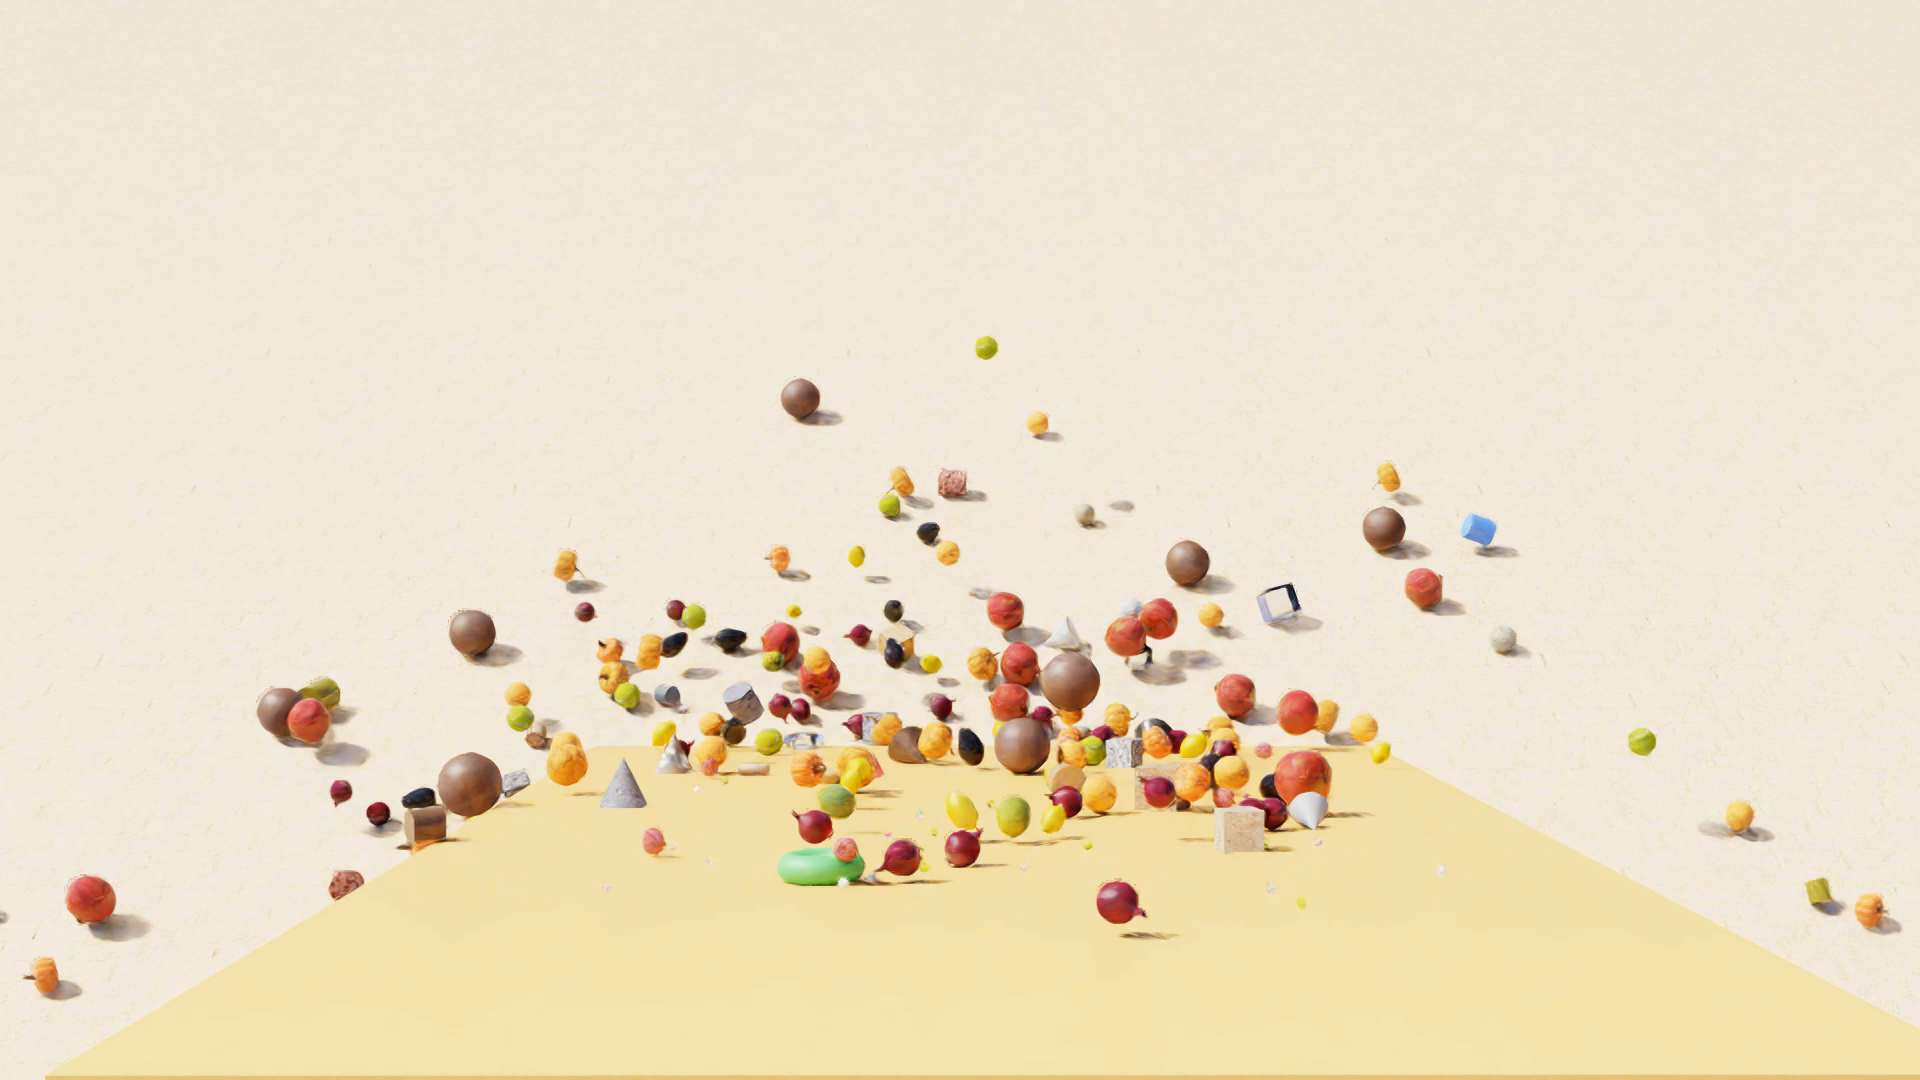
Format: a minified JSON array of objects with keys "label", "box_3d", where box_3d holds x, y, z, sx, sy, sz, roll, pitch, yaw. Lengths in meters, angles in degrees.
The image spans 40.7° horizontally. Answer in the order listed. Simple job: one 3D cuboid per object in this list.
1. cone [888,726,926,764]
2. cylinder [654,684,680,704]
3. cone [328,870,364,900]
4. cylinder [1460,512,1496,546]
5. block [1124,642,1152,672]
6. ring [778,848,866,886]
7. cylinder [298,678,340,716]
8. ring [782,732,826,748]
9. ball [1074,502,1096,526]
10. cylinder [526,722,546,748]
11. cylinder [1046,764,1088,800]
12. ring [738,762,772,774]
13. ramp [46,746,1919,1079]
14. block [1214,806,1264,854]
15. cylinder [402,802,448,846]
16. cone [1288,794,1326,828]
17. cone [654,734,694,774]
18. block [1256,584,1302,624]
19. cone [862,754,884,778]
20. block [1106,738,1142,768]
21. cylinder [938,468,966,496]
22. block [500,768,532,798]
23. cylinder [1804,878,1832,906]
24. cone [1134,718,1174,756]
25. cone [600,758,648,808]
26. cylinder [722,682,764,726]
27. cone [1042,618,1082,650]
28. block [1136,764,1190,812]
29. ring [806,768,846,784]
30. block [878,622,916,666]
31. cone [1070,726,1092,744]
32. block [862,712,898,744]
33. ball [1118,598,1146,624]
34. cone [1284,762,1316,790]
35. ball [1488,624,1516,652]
[{"label":"cone","box_3d":[-0.105,0.509,6.137,0.098,0.098,0.098,-18,36,-28]},{"label":"cylinder","box_3d":[-0.788,0.416,6.950,0.051,0.051,0.051,-27,20,-39]},{"label":"cone","box_3d":[-1.485,0.811,6.204,0.087,0.087,0.087,-16,28,-26]},{"label":"cylinder","box_3d":[1.539,-0.031,7.677,0.077,0.077,0.077,21,28,-9]},{"label":"block","box_3d":[0.491,0.321,7.131,0.053,0.053,0.053,23,37,35]},{"label":"ring","box_3d":[-0.219,0.517,4.091,0.140,0.047,0.140,-1,1,0]},{"label":"cylinder","box_3d":[-1.713,0.419,6.911,0.081,0.081,0.081,13,21,22]},{"label":"ring","box_3d":[-0.397,0.511,6.585,0.109,0.036,0.109,0,1,0]},{"label":"ball","box_3d":[0.378,-0.078,7.830,0.068,0.068,0.068,0,29,0]},{"label":"cylinder","box_3d":[-1.114,0.511,6.794,0.050,0.050,0.050,-1,30,-1]},{"label":"cylinder","box_3d":[0.219,0.498,5.322,0.072,0.072,0.072,-6,-3,-11]},{"label":"ring","box_3d":[-0.466,0.519,5.864,0.077,0.026,0.077,-1,-4,0]},{"label":"ramp","box_3d":[0.066,0.587,4.637,2.000,0.100,4.000,0,0,0]},{"label":"block","box_3d":[0.483,0.502,4.480,0.071,0.071,0.071,0,0,-9]},{"label":"cylinder","box_3d":[-0.952,0.507,4.609,0.060,0.060,0.060,-26,38,-25]},{"label":"cone","box_3d":[0.653,0.519,4.802,0.074,0.074,0.074,-4,15,-8]},{"label":"cone","box_3d":[-0.655,0.486,5.926,0.092,0.092,0.092,0,0,0]},{"label":"block","box_3d":[0.902,0.180,7.319,0.082,0.082,0.082,-13,76,-22]},{"label":"cone","box_3d":[-0.195,0.505,5.826,0.054,0.054,0.054,0,0,0]},{"label":"block","box_3d":[0.385,0.499,6.055,0.064,0.064,0.064,0,0,28]},{"label":"cylinder","box_3d":[-0.022,-0.179,7.990,0.079,0.079,0.079,4,29,5]},{"label":"block","box_3d":[-1.118,0.634,6.543,0.069,0.069,0.069,-20,32,-7]},{"label":"cylinder","box_3d":[2.052,0.841,6.181,0.053,0.053,0.053,-5,70,-9]},{"label":"cone","box_3d":[0.477,0.507,6.388,0.098,0.098,0.098,3,27,5]},{"label":"cone","box_3d":[-0.677,0.486,5.201,0.099,0.099,0.099,0,0,0]},{"label":"cylinder","box_3d":[-0.558,0.419,6.648,0.081,0.081,0.081,-20,30,12]},{"label":"cone","box_3d":[0.273,0.277,7.219,0.097,0.097,0.097,-22,26,15]},{"label":"block","box_3d":[0.403,0.492,5.138,0.085,0.085,0.085,0,0,25]},{"label":"ring","box_3d":[-0.295,0.518,5.667,0.089,0.030,0.089,0,-1,0]},{"label":"block","box_3d":[-0.173,0.285,7.123,0.072,0.072,0.072,-27,47,-31]},{"label":"cone","box_3d":[0.317,0.519,6.719,0.056,0.056,0.056,0,24,0]},{"label":"block","box_3d":[-0.207,0.492,6.759,0.083,0.083,0.083,-1,-2,7]},{"label":"ball","box_3d":[0.488,0.201,7.325,0.075,0.075,0.075,0,29,0]},{"label":"cone","box_3d":[0.723,0.517,5.512,0.071,0.071,0.071,5,15,9]},{"label":"ball","box_3d":[1.510,0.272,7.195,0.076,0.076,0.076,0,29,0]}]
